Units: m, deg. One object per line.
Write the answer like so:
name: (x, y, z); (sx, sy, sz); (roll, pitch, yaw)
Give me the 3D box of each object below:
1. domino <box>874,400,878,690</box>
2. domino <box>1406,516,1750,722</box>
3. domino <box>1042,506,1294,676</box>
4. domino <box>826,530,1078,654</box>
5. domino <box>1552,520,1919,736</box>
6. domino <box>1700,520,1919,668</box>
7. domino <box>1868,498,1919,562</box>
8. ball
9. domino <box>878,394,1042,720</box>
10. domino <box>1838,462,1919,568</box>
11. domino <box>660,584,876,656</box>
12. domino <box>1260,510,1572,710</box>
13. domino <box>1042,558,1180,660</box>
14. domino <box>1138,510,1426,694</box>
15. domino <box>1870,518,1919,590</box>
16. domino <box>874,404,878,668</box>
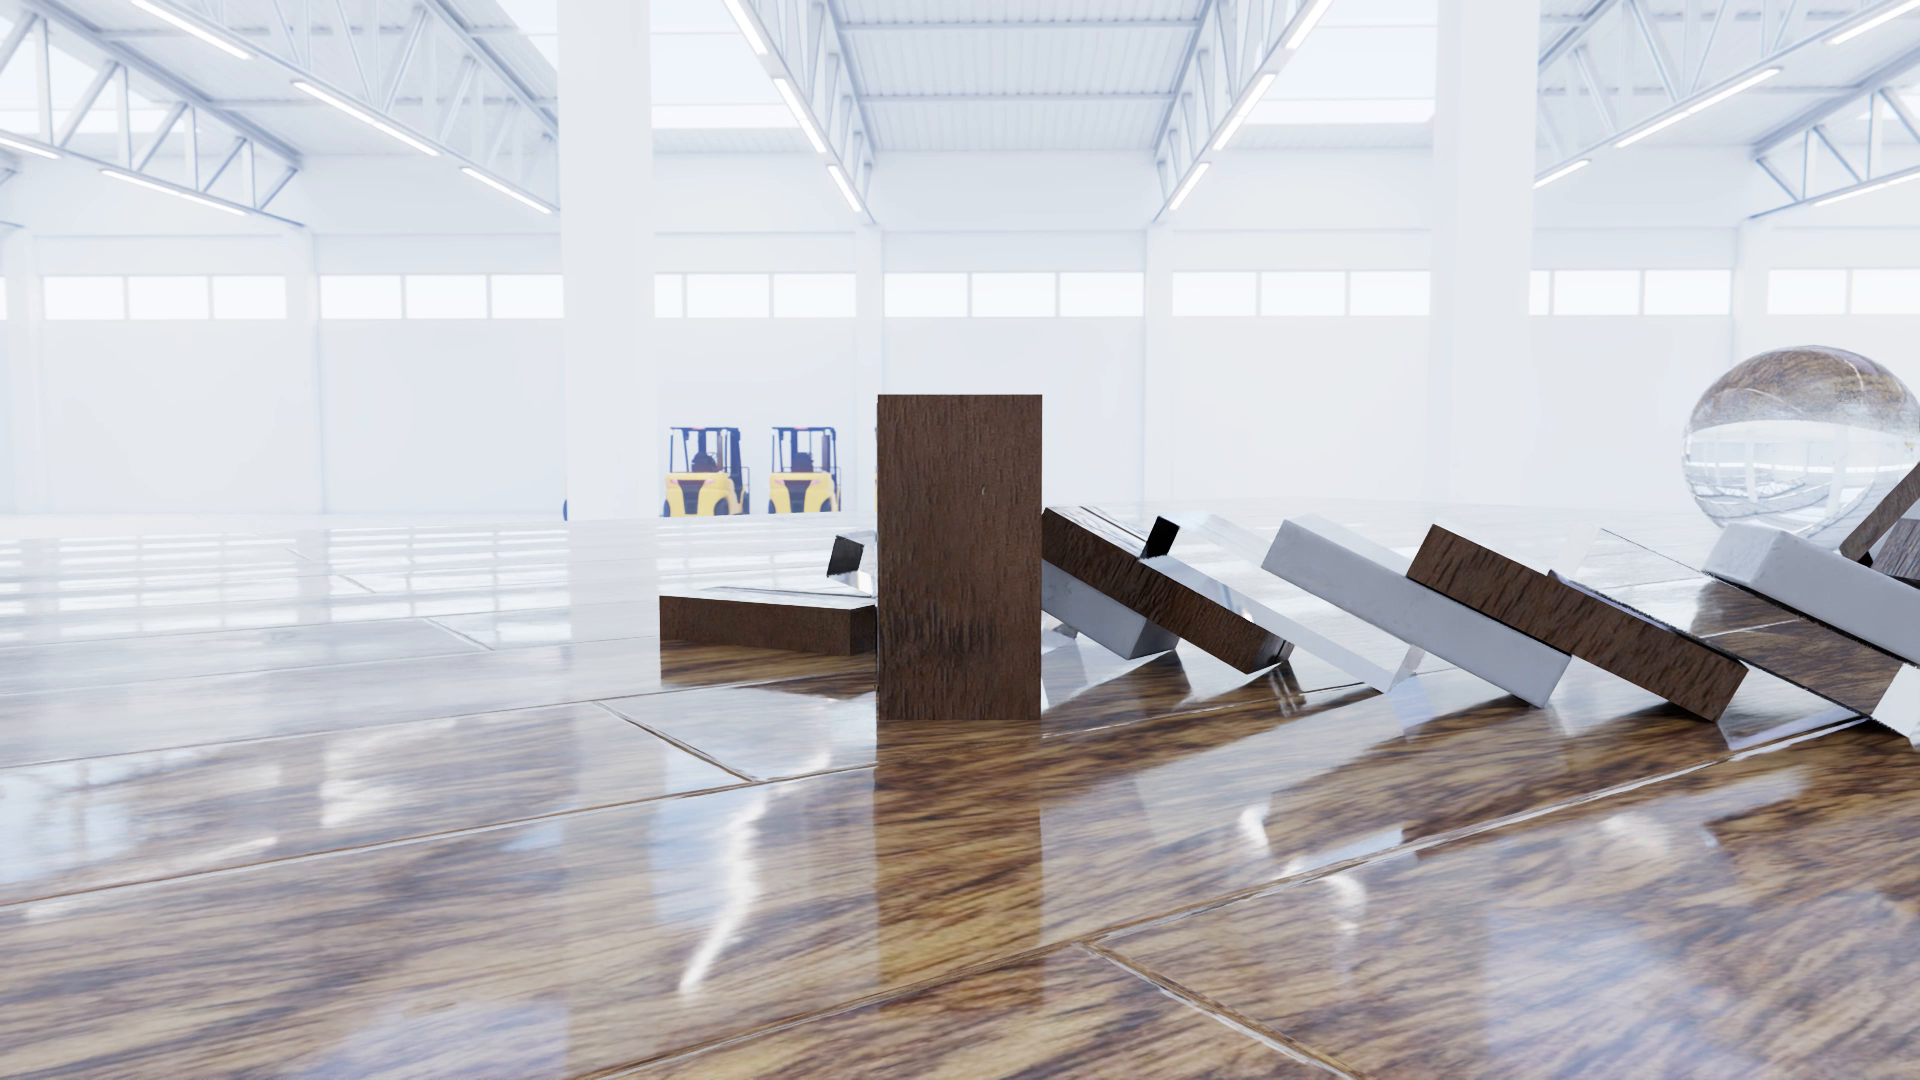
domino: (-0.002, 0.001, 0.224); (0.025, 0.050, 0.009); (0, 4, -6)
domino: (0.101, 0.012, 0.214); (0.050, 0.009, 0.025); (28, 14, 18)
domino: (0.041, 0.009, 0.253); (0.050, 0.010, 0.025); (30, 17, 27)
domino: (-0.001, 0.010, 0.276); (0.050, 0.010, 0.025); (20, 12, 22)
domino: (0.122, 0.013, 0.204); (0.050, 0.009, 0.025); (27, 12, 15)
domino: (0.143, 0.013, 0.195); (0.050, 0.009, 0.025); (27, 11, 12)
domino: (0.310, -0.007, 0.398); (0.025, 0.009, 0.050); (0, -35, 2)
ball: (0.321, -0.034, 0.491); (0.080, 0.080, 0.080); (0, 4, 0)
domino: (0.000, 0.002, 0.201); (0.025, 0.050, 0.009); (0, 4, 0)
domino: (0.311, -0.008, 0.413); (0.025, 0.009, 0.050); (0, -35, 2)
domino: (-0.038, 0.017, 0.280); (0.050, 0.009, 0.025); (2, 5, 29)
domino: (0.080, 0.011, 0.224); (0.050, 0.009, 0.025); (28, 15, 20)
domino: (0.021, 0.007, 0.266); (0.050, 0.009, 0.025); (30, 16, 27)
domino: (0.061, 0.010, 0.239); (0.050, 0.009, 0.025); (30, 18, 25)
domino: (0.166, 0.013, 0.187); (0.050, 0.009, 0.025); (27, 7, 3)
domino: (-0.004, -0.001, 0.247); (0.025, 0.050, 0.009); (0, 4, 1)
